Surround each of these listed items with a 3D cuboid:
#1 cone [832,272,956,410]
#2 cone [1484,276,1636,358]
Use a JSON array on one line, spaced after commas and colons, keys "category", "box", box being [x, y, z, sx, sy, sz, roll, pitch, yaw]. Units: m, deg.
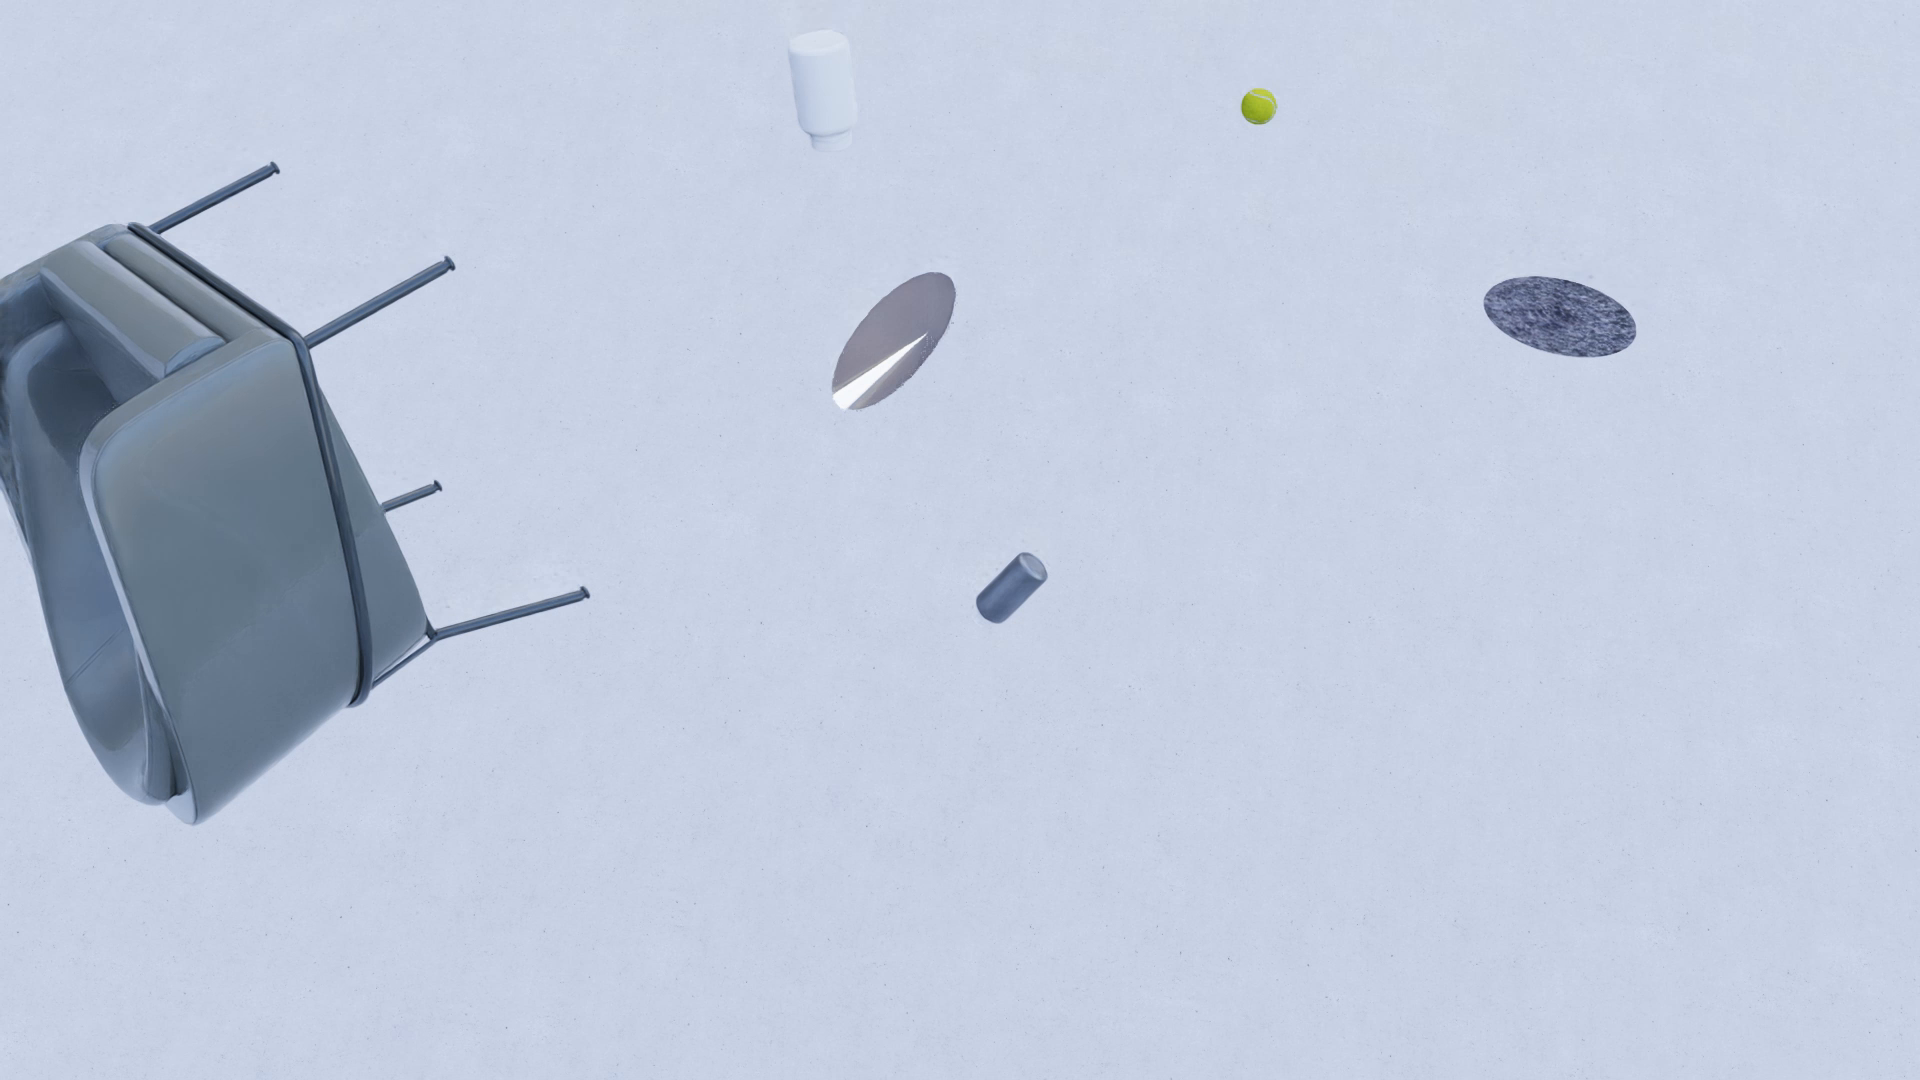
[{"category": "cone", "box": [-0.060, -0.328, 3.491, 0.117, 0.274, 0.260, 45, 22, 6]}, {"category": "cone", "box": [1.018, -0.392, 3.642, 0.260, 0.130, 0.145, 17, 33, 31]}]
